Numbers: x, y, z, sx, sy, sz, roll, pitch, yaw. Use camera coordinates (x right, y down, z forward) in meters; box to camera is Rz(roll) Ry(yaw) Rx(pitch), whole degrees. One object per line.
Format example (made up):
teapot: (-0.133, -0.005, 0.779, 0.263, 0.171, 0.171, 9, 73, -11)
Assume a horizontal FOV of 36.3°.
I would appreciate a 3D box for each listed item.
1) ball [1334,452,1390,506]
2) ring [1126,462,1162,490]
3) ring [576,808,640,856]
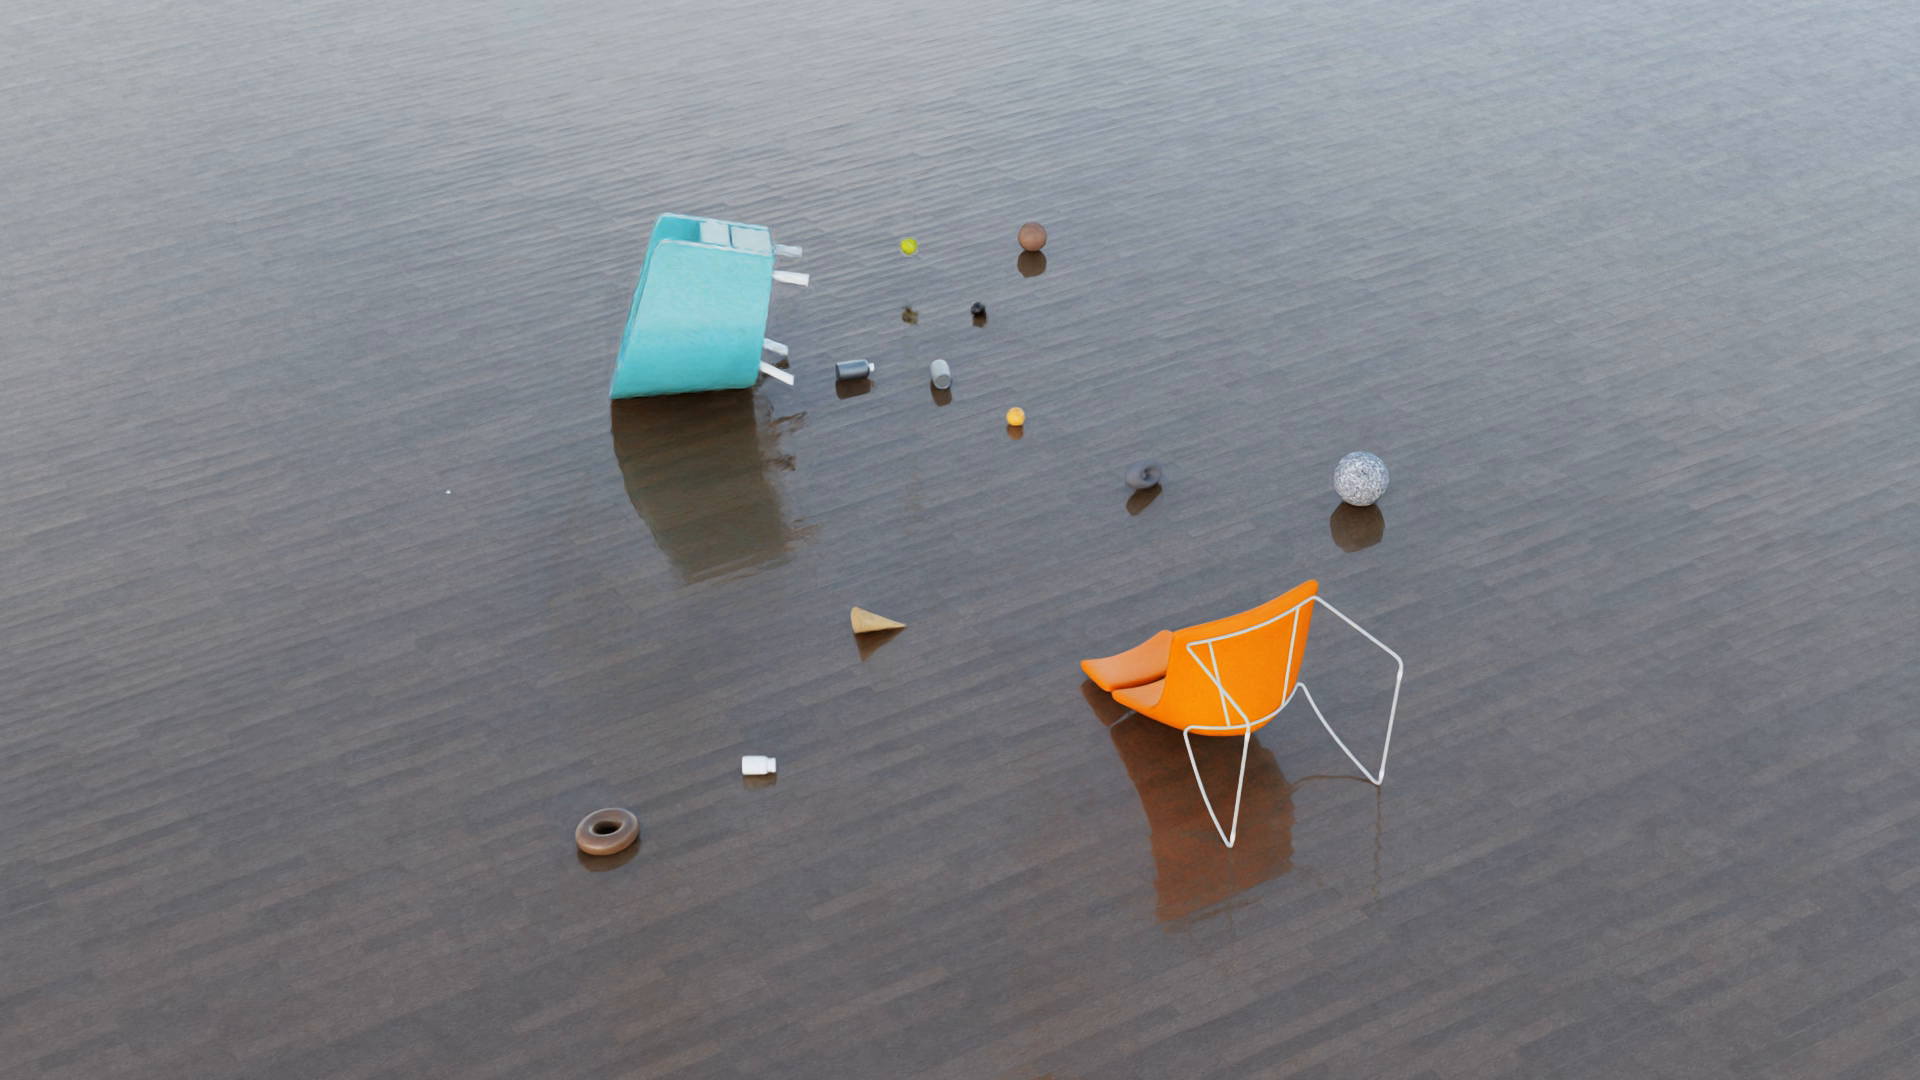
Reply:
ball: (1.520, -0.232, 11.106, 0.210, 0.210, 0.210, 0, 33, 0)
ring: (0.705, -0.246, 11.227, 0.063, 0.103, 0.191, -7, 9, 43)
ring: (-1.137, 0.940, 9.458, 0.187, 0.068, 0.223, 27, 41, 33)
